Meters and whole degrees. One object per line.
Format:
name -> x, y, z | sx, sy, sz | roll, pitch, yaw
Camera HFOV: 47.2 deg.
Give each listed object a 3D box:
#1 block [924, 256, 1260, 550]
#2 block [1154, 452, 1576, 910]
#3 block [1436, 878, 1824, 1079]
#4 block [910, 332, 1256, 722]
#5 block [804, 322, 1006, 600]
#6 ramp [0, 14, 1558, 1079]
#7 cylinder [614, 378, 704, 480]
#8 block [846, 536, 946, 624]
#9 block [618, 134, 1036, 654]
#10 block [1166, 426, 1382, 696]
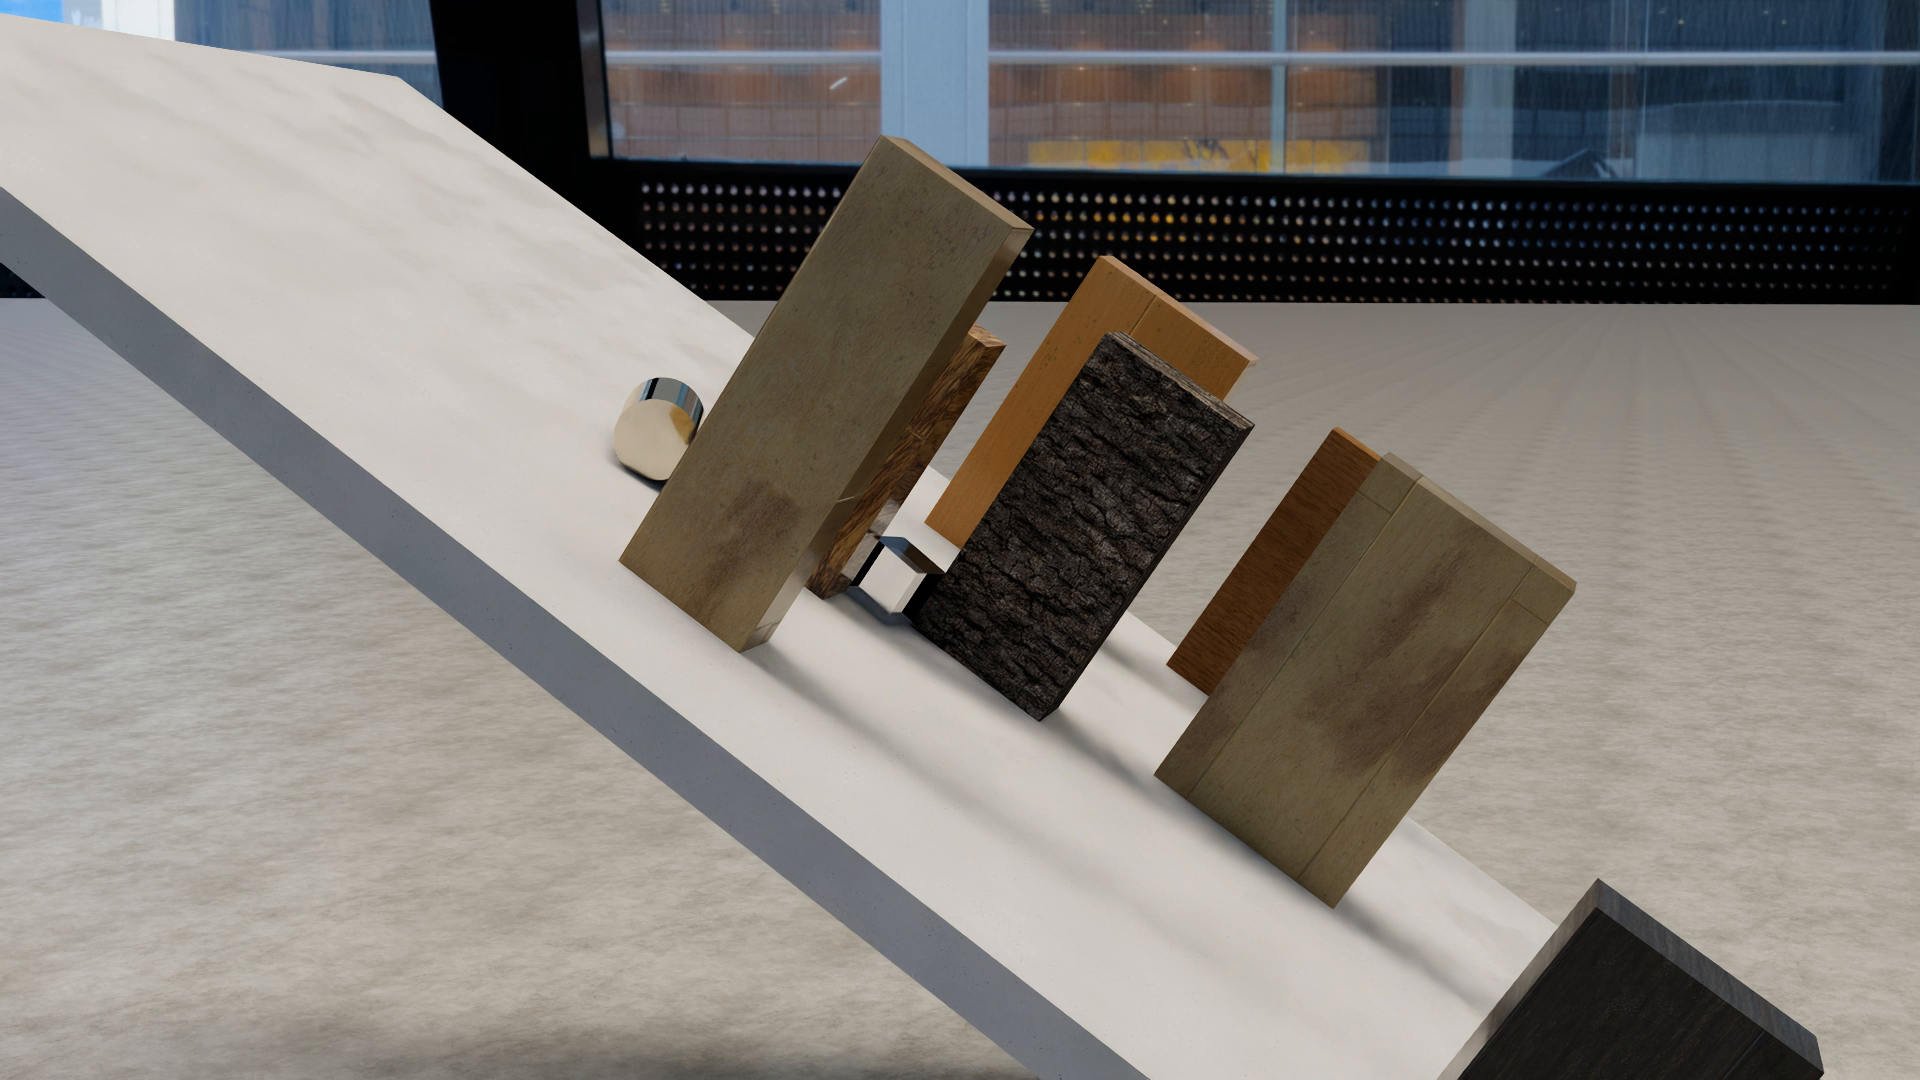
block -> 0.271, -0.205, 4.602 | 0.377, 0.676, 0.119 | 36, 15, 10
block -> 0.737, 0.257, 4.036 | 0.409, 0.728, 0.141 | 36, 15, 10
block -> 0.845, 0.789, 2.983 | 0.347, 0.540, 0.145 | 36, 15, 10
block -> 0.220, -0.025, 3.995 | 0.296, 0.649, 0.139 | 36, 15, 10
block -> -0.216, -0.218, 3.903 | 0.342, 0.542, 0.122 | 36, 15, 10
ramp -> -0.110, 0.190, 4.091 | 4.000, 0.100, 2.000 | 36, 15, 10
cylinder -> -0.538, -0.201, 3.943 | 0.149, 0.149, 0.149 | 0, 19, -2
block -> -0.121, 0.073, 4.020 | 0.114, 0.114, 0.114 | 40, 17, 23
block -> -0.215, -0.221, 3.428 | 0.249, 0.797, 0.121 | 36, 15, 10
block -> 0.739, 0.096, 4.723 | 0.280, 0.629, 0.084 | 36, 15, 10
